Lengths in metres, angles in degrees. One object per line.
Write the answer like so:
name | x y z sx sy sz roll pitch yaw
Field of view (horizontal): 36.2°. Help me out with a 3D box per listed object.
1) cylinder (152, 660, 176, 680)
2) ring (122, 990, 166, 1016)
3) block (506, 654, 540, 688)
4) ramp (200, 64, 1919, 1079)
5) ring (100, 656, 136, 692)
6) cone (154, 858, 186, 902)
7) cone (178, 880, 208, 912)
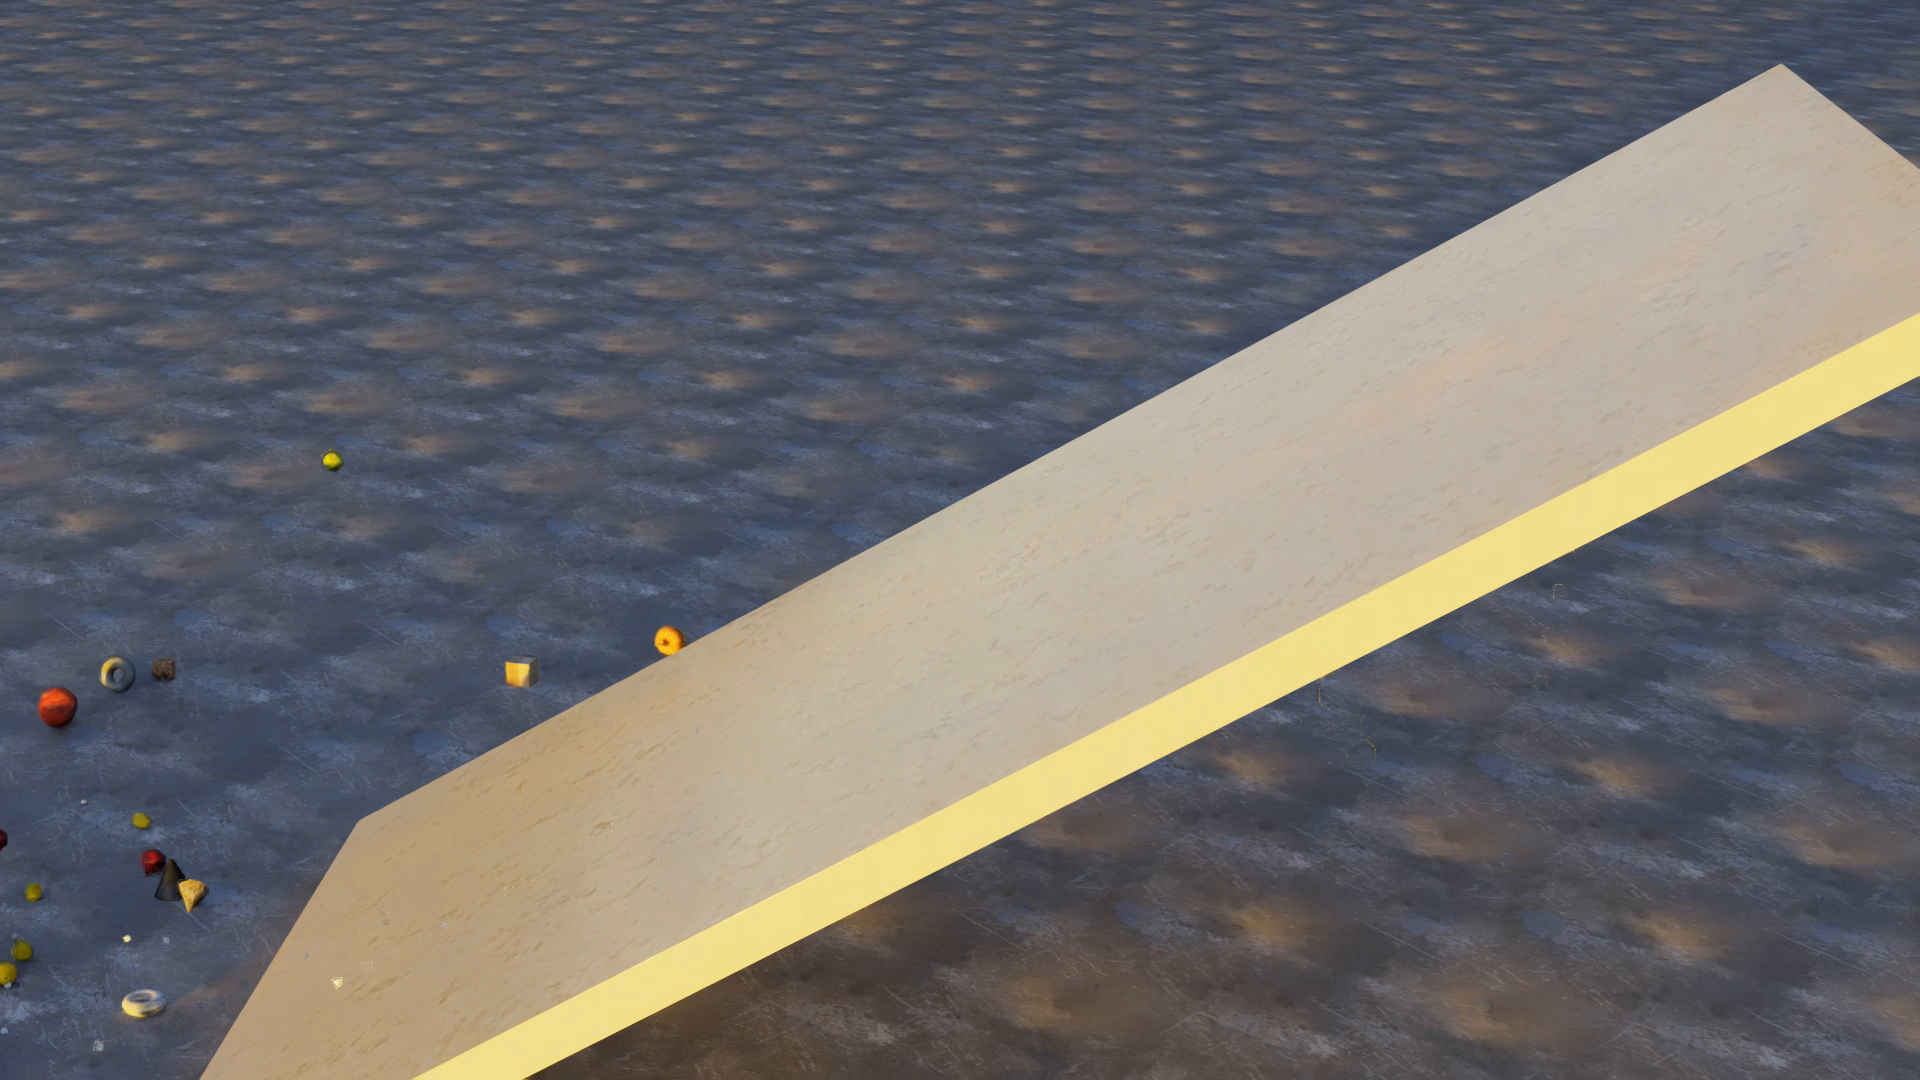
cylinder | -2.389 0.389 8.826 0.059 0.059 0.059 -2 18 -5
ring | -1.889 1.072 6.812 0.098 0.033 0.098 1 19 0
block | -1.308 0.391 8.796 0.074 0.074 0.074 5 19 14
ramp | 0.142 0.168 6.284 4.000 0.100 2.000 -28 15 12
ring | -2.496 0.399 8.720 0.109 0.109 0.036 4 0 12
cone | -1.979 0.842 7.397 0.098 0.098 0.098 0 18 0
cone | -1.916 0.899 7.328 0.075 0.075 0.075 0 45 0
